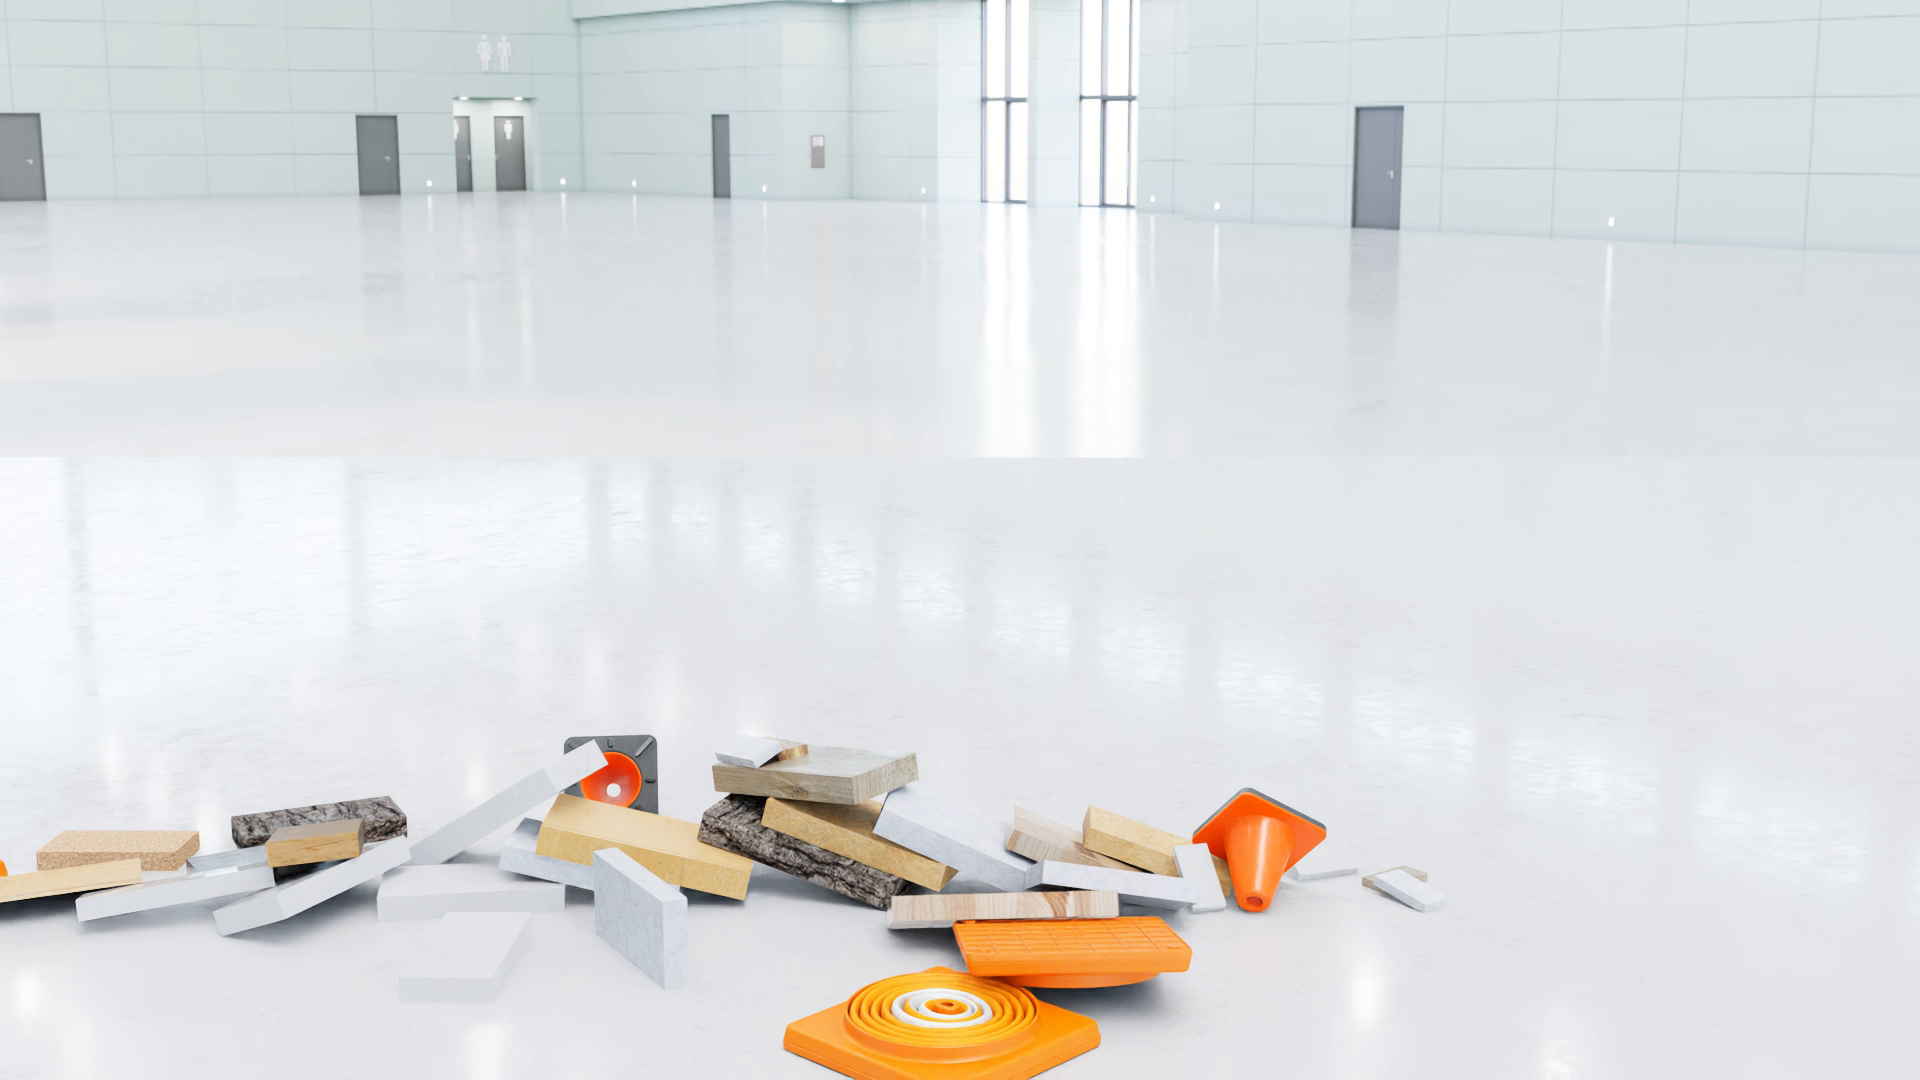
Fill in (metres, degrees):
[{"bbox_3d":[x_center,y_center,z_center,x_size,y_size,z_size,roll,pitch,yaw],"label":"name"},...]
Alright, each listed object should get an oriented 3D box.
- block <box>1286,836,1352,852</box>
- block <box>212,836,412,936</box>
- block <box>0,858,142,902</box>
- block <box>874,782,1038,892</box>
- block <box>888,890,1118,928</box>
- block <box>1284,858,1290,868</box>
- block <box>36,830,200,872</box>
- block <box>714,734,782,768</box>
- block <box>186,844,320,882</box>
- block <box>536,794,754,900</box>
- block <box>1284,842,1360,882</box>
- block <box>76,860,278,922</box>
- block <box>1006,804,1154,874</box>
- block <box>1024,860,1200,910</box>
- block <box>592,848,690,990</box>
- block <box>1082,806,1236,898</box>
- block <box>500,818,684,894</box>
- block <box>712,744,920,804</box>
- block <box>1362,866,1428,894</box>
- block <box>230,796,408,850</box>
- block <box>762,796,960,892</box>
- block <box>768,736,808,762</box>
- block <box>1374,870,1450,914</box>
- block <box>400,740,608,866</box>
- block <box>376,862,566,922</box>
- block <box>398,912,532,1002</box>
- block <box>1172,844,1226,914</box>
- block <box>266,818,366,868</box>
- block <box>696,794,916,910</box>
[{"bbox_3d":[0.625,0.538,3.827,0.104,0.015,0.052,-6,12,-27],"label":"block"},{"bbox_3d":[-1.046,0.559,3.565,0.148,0.042,0.295,-18,2,29],"label":"block"},{"bbox_3d":[-1.495,0.562,3.596,0.283,0.040,0.141,-5,-6,-26],"label":"block"},{"bbox_3d":[0.023,0.500,3.650,0.323,0.046,0.162,24,16,0],"label":"block"},{"bbox_3d":[0.065,0.581,3.459,0.351,0.039,0.136,-1,-14,-5],"label":"block"},{"bbox_3d":[0.617,0.556,3.812,0.104,0.015,0.052,-8,13,-37],"label":"block"},{"bbox_3d":[-1.467,0.541,3.837,0.239,0.034,0.120,0,11,0],"label":"block"},{"bbox_3d":[-0.360,0.359,3.741,0.060,0.017,0.120,-35,23,-32],"label":"block"},{"bbox_3d":[-1.184,0.556,3.760,0.239,0.034,0.120,-7,13,-33],"label":"block"},{"bbox_3d":[-0.516,0.509,3.663,0.347,0.049,0.174,13,11,-3],"label":"block"},{"bbox_3d":[0.619,0.550,3.763,0.116,0.016,0.058,-4,43,-20],"label":"block"},{"bbox_3d":[-1.262,0.565,3.558,0.299,0.034,0.120,-9,-1,-15],"label":"block"},{"bbox_3d":[0.199,0.523,3.657,0.255,0.036,0.127,23,11,-4],"label":"block"},{"bbox_3d":[0.243,0.552,3.518,0.255,0.036,0.127,9,-15,-9],"label":"block"},{"bbox_3d":[-0.491,0.576,3.369,0.039,0.136,0.273,-6,12,-31],"label":"block"},{"bbox_3d":[0.332,0.523,3.703,0.255,0.036,0.127,20,11,-1],"label":"block"},{"bbox_3d":[-0.602,0.537,3.662,0.295,0.042,0.148,13,11,0],"label":"block"},{"bbox_3d":[-0.246,0.391,3.707,0.323,0.046,0.162,0,10,40],"label":"block"},{"bbox_3d":[0.735,0.573,3.717,0.104,0.015,0.052,-8,13,-36],"label":"block"},{"bbox_3d":[-1.153,0.516,3.956,0.283,0.040,0.141,-5,12,-26],"label":"block"},{"bbox_3d":[-0.153,0.489,3.693,0.323,0.046,0.162,19,14,14],"label":"block"},{"bbox_3d":[-0.320,0.359,3.777,0.060,0.017,0.120,-13,10,-38],"label":"block"},{"bbox_3d":[0.746,0.580,3.633,0.058,0.016,0.116,-7,21,-34],"label":"block"},{"bbox_3d":[-0.780,0.460,3.743,0.347,0.049,0.174,-31,-1,22],"label":"block"},{"bbox_3d":[-0.802,0.576,3.628,0.295,0.042,0.148,-2,11,-9],"label":"block"},{"bbox_3d":[-0.747,0.631,3.342,0.136,0.039,0.273,0,11,1],"label":"block"},{"bbox_3d":[0.392,0.555,3.612,0.058,0.016,0.116,-3,53,-17],"label":"block"},{"bbox_3d":[-1.069,0.502,3.660,0.141,0.040,0.283,-5,-1,-14],"label":"block"},{"bbox_3d":[-0.246,0.514,3.698,0.347,0.049,0.174,18,14,13],"label":"block"}]
